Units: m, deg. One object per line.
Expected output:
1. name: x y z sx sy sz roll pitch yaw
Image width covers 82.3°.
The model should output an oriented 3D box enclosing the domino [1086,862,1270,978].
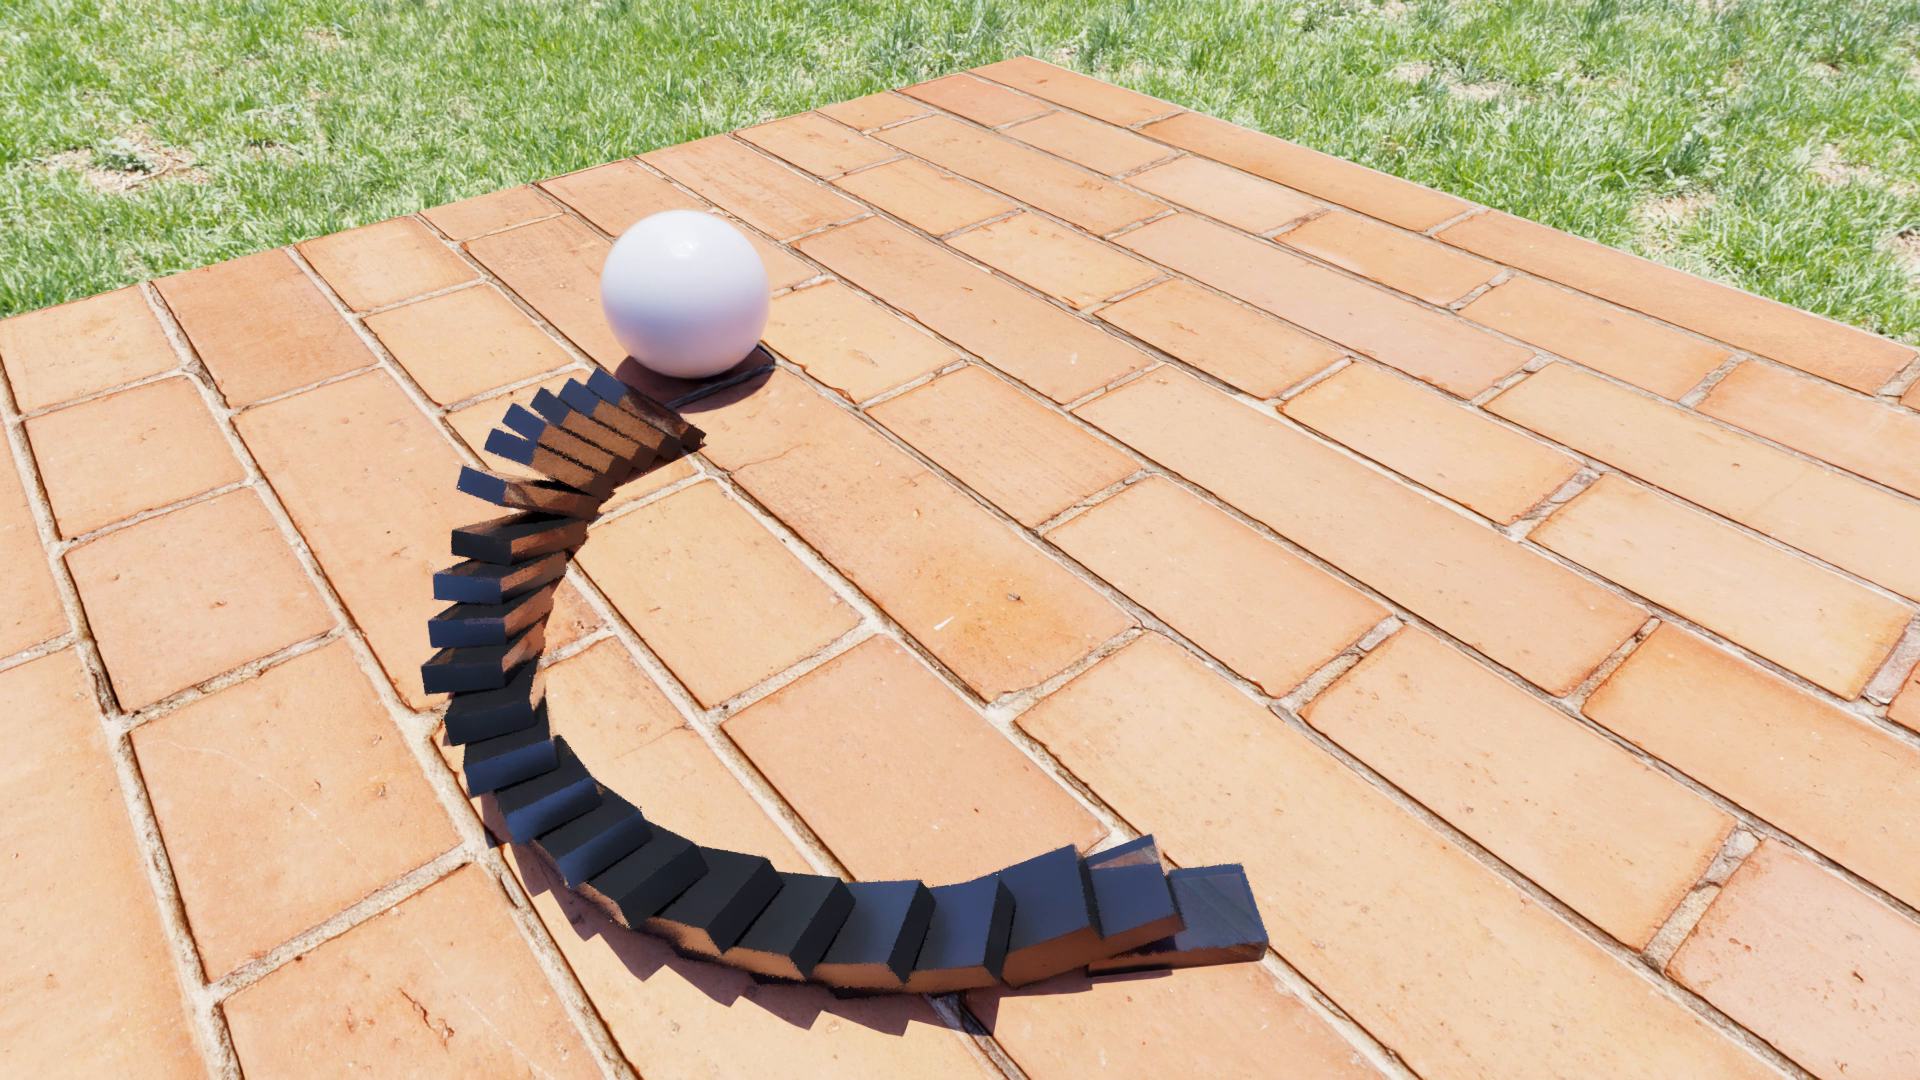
1. domino: 0.059 0.107 0.312 0.050 0.010 0.025 -4 39 -5

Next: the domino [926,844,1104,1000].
1. domino: 0.012 0.104 0.300 0.050 0.010 0.025 -24 38 13

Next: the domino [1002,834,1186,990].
1. domino: 0.034 0.102 0.303 0.050 0.010 0.025 -23 38 10

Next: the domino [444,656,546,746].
1. domino: -0.152 0.052 0.362 0.025 0.009 0.050 -13 12 -15

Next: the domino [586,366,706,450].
1. domino: -0.138 -0.057 0.486 0.025 0.050 0.009 33 90 33

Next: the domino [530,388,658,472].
1. domino: -0.157 -0.047 0.473 0.025 0.050 0.009 33 90 34

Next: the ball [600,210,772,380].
1. ball: -0.132 -0.118 0.532 0.080 0.080 0.080 0 39 0

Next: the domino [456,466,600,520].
1. domino: -0.172 -0.019 0.442 0.025 0.010 0.050 18 3 24

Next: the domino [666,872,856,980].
1. domino: -0.055 0.103 0.300 0.050 0.009 0.025 -8 30 37

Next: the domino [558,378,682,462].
1. domino: -0.147 -0.052 0.480 0.025 0.050 0.010 33 90 33

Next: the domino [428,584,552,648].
1. domino: -0.167 0.026 0.393 0.025 0.009 0.050 -2 11 -3

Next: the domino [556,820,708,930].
1. domino: -0.095 0.092 0.313 0.025 0.009 0.050 -35 22 -35

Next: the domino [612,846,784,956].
1. domino: -0.075 0.098 0.306 0.050 0.009 0.025 -6 29 41

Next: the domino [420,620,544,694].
1. domino: -0.162 0.039 0.377 0.025 0.010 0.050 -5 11 -6

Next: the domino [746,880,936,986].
1. domino: -0.033 0.106 0.296 0.050 0.010 0.025 -13 32 31

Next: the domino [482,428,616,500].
1. domino: -0.168 -0.030 0.453 0.025 0.050 0.010 19 83 21

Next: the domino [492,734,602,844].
1. domino: -0.128 0.075 0.334 0.025 0.010 0.050 -24 16 -26

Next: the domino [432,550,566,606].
1. domino: -0.170 0.013 0.410 0.025 0.010 0.050 4 11 5

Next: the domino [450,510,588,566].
1. domino: -0.170 -0.002 0.428 0.025 0.010 0.050 10 12 11

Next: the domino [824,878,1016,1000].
1. domino: -0.011 0.107 0.295 0.050 0.010 0.025 -17 33 26

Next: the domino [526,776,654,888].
1. domino: -0.112 0.084 0.323 0.025 0.009 0.050 -30 19 -31

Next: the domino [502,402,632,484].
1. domino: -0.165 -0.040 0.465 0.025 0.050 0.009 29 88 30

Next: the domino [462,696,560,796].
1. domino: -0.142 0.064 0.347 0.025 0.009 0.050 -17 14 -19
